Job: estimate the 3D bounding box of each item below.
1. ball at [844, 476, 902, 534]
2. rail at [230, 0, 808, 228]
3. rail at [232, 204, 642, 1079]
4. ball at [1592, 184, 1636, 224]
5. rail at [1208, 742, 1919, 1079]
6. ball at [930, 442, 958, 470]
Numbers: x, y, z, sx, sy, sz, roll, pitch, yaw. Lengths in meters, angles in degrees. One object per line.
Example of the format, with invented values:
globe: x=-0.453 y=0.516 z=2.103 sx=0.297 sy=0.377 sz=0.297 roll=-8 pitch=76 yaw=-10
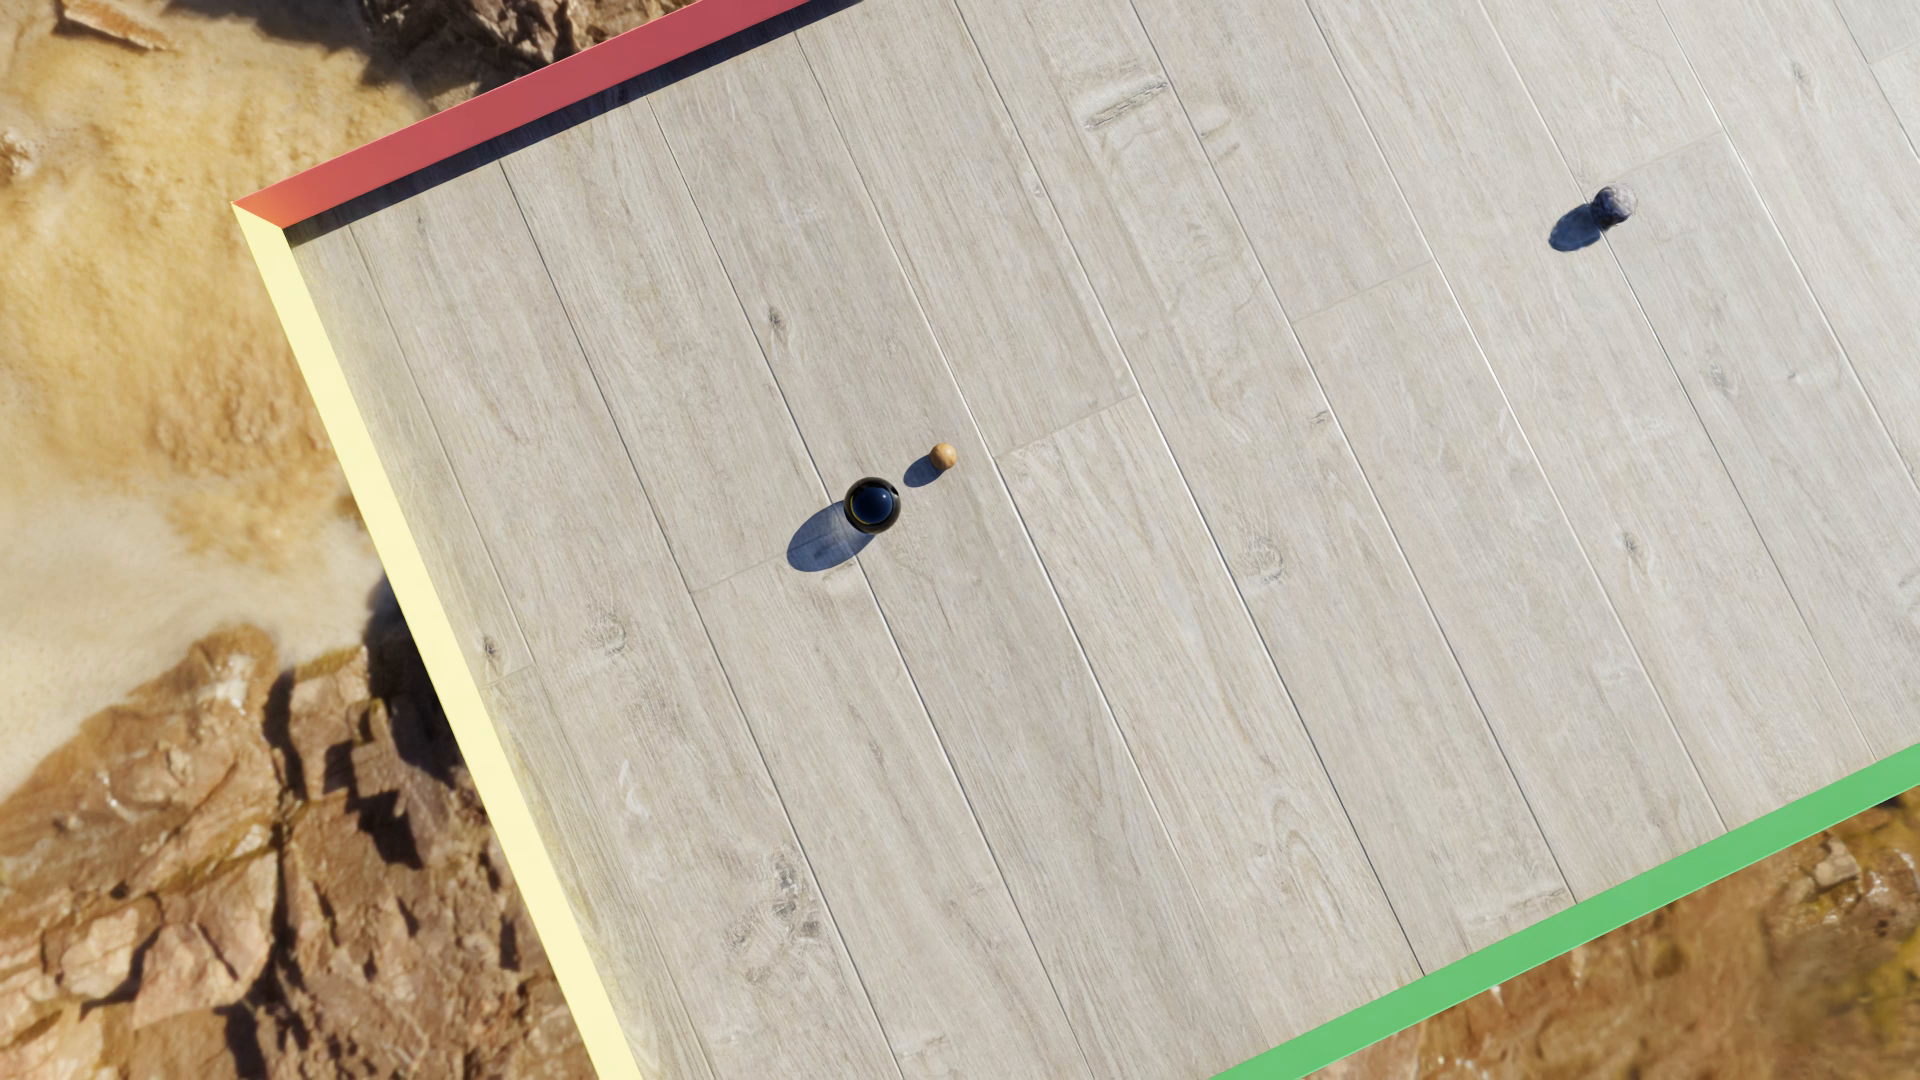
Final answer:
ball: x=-0.130 y=-0.051 z=3.273 sx=0.087 sy=0.087 sz=0.087 roll=0 pitch=81 yaw=0
rail: x=0.346 y=-1.116 z=3.427 sx=3.131 sy=0.113 sz=0.045 roll=-24 pitch=82 yaw=-4
rail: x=-0.690 y=0.308 z=3.203 sx=0.045 sy=0.113 sz=1.806 roll=-24 pitch=82 yaw=-4
ball: x=0.999 y=-0.513 z=3.358 sx=0.062 sy=0.062 sz=0.062 roll=0 pitch=81 yaw=0
rail: x=1.078 y=0.464 z=3.178 sx=3.131 sy=0.113 sz=0.045 roll=-24 pitch=82 yaw=-4
ball: x=-0.025 y=-0.126 z=3.308 sx=0.041 sy=0.041 sz=0.041 roll=0 pitch=81 yaw=0
